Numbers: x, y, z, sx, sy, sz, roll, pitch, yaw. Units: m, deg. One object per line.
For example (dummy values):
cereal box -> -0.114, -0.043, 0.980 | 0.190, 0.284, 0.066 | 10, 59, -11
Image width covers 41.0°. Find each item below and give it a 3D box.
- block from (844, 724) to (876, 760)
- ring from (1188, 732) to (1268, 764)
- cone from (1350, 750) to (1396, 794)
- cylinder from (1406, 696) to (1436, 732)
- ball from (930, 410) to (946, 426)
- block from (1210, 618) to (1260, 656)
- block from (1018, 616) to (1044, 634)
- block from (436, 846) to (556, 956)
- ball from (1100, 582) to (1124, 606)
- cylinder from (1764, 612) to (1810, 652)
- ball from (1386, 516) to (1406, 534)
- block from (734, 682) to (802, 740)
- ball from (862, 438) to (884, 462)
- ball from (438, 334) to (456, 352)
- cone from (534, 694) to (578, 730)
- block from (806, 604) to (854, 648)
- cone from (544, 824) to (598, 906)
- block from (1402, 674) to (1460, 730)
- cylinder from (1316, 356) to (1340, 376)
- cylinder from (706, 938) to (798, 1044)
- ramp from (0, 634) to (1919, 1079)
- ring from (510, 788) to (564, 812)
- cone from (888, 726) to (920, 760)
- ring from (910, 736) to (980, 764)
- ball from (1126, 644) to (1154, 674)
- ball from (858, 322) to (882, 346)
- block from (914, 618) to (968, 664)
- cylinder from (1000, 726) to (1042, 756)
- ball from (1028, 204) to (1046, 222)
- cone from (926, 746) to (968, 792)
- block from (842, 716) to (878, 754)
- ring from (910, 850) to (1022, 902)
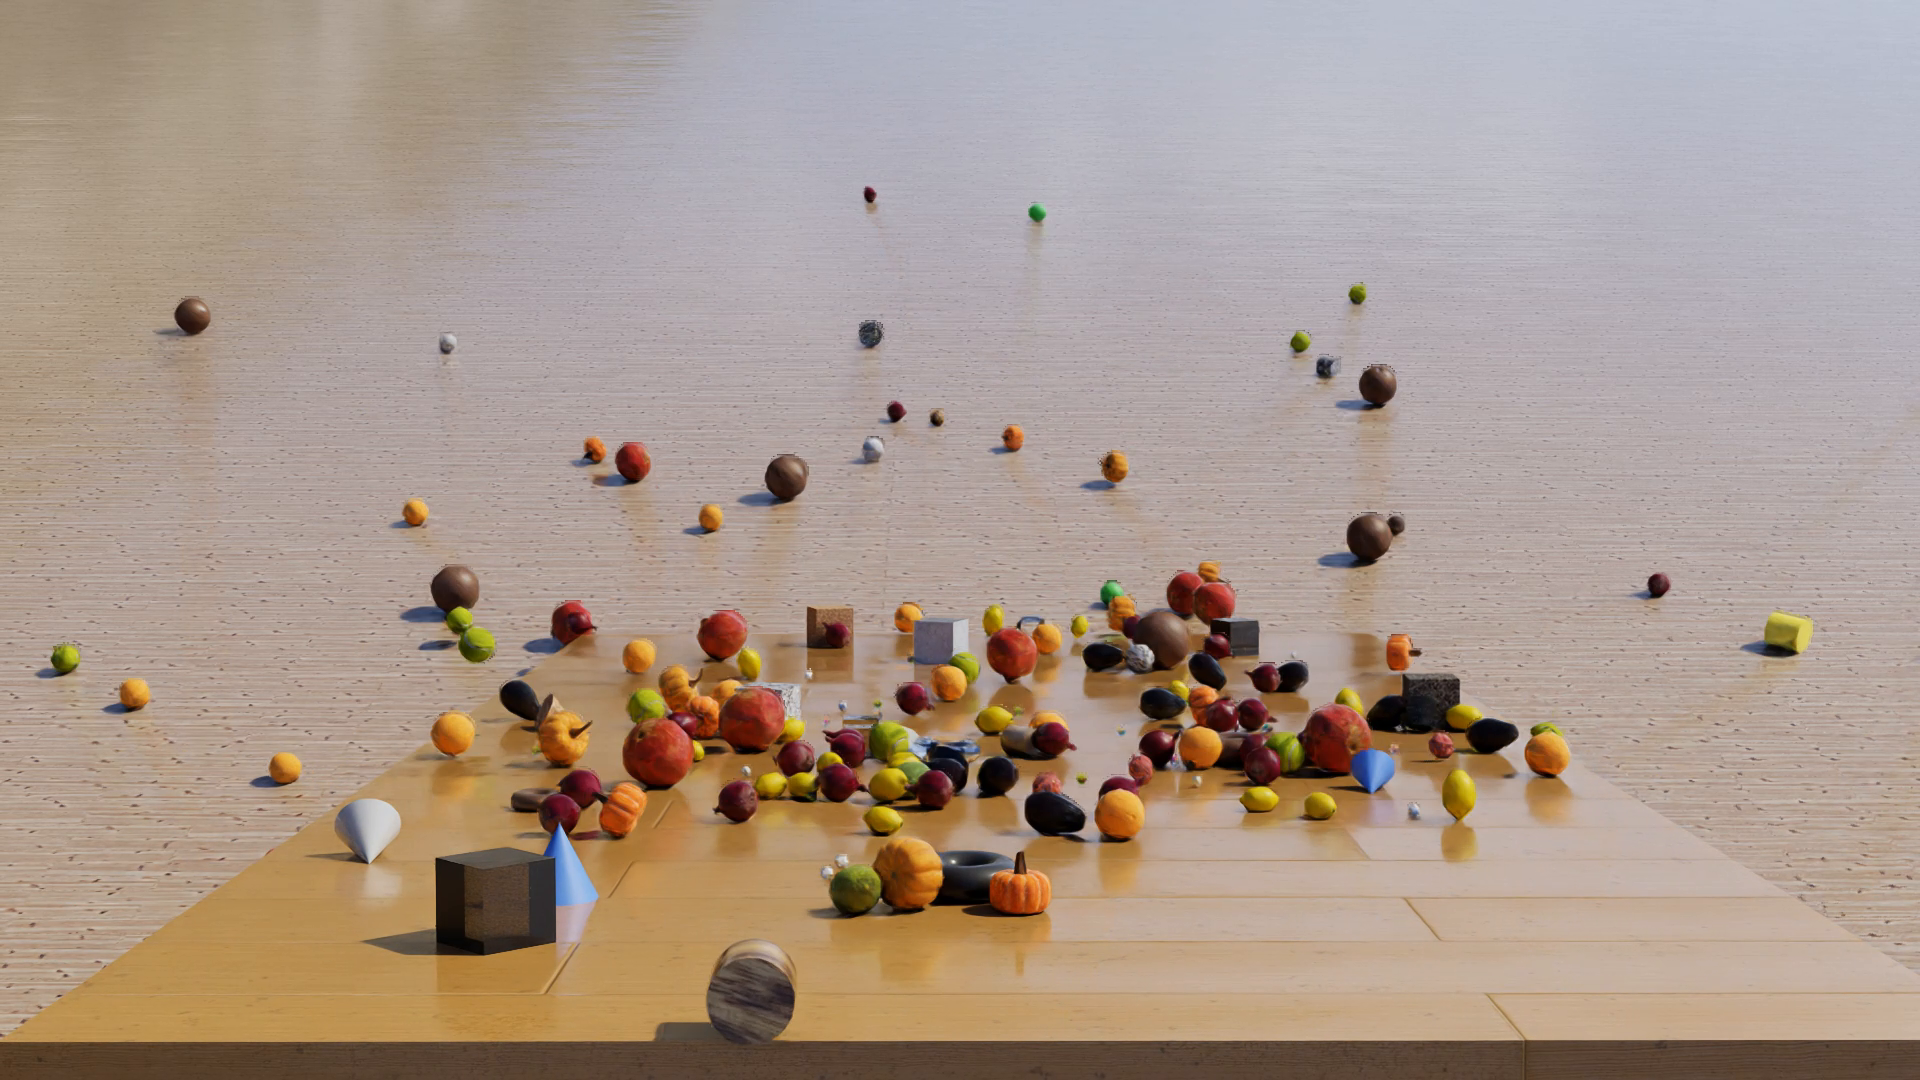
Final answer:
block -> -0.173, 0.347, 4.420 | 0.053, 0.053, 0.053 | 0, 4, -4
ring -> 0.457, 0.355, 4.372 | 0.134, 0.045, 0.134 | -1, 3, 0
cone -> 0.651, 0.380, 4.057 | 0.071, 0.071, 0.071 | 4, 31, 10
cylinder -> 0.849, 0.319, 4.726 | 0.052, 0.052, 0.052 | 10, -17, 3
ball -> -0.075, -0.407, 8.544 | 0.051, 0.051, 0.051 | 0, 20, 0
block -> 0.646, 0.228, 6.042 | 0.081, 0.081, 0.081 | -2, 4, -29
block -> 0.185, 0.237, 6.731 | 0.056, 0.056, 0.056 | 7, 20, 18
block -> -0.538, 0.417, 2.976 | 0.099, 0.099, 0.099 | -4, 5, -44
ball -> 0.412, 0.148, 6.971 | 0.063, 0.063, 0.063 | 0, 20, 0
cylinder -> 2.153, 0.240, 6.678 | 0.087, 0.087, 0.087 | 16, 25, 38
ball -> 1.278, -0.046, 7.525 | 0.055, 0.055, 0.055 | 0, 20, 0
block -> -0.350, 0.311, 4.670 | 0.093, 0.093, 0.093 | 1, 4, 18
ball -> -0.278, -0.286, 8.173 | 0.072, 0.072, 0.072 | 0, 20, 0
ball -> -1.877, -0.721, 9.394 | 0.068, 0.068, 0.068 | 0, 20, 0
cone -> -0.743, 0.335, 4.777 | 0.072, 0.072, 0.072 | 27, 11, -21
block -> -0.317, 0.209, 6.259 | 0.092, 0.092, 0.092 | -1, 4, -18
cone -> -0.503, 0.402, 3.226 | 0.096, 0.096, 0.096 | 0, 4, 0
block -> 0.881, 0.301, 4.806 | 0.093, 0.093, 0.093 | 0, 4, 2
cylinder -> 1.305, -0.617, 9.107 | 0.061, 0.061, 0.061 | 9, 21, 35
cylinder -> -0.207, 0.450, 2.561 | 0.087, 0.087, 0.087 | -1, 4, -2
ramp -> 0.046, 0.416, 4.535 | 2.000, 0.100, 4.000 | 0, 4, 0
ring -> -0.642, 0.395, 3.895 | 0.080, 0.027, 0.080 | 0, 5, 0
cone -> -0.096, 0.362, 4.398 | 0.059, 0.059, 0.059 | 0, 43, 1
ring -> -0.025, 0.358, 4.366 | 0.119, 0.040, 0.119 | 1, 3, 0
ball -> 0.397, 0.261, 5.661 | 0.065, 0.065, 0.065 | 0, 20, 0
ball -> -0.329, -0.759, 9.472 | 0.087, 0.087, 0.087 | 0, 20, 0
block -> -0.043, 0.231, 5.883 | 0.096, 0.096, 0.096 | 1, 4, 21
cylinder -> 0.106, 0.347, 4.436 | 0.051, 0.051, 0.051 | 3, 17, 40
ball -> 0.346, -1.462, 11.453 | 0.078, 0.078, 0.078 | 0, 20, 0
cone -> -0.035, 0.379, 4.077 | 0.074, 0.074, 0.074 | 9, 34, 23
block -> -0.174, 0.340, 4.477 | 0.061, 0.061, 0.061 | 0, 4, -4
ring -> 0.007, 0.426, 3.248 | 0.141, 0.047, 0.141 | 0, 5, 0
